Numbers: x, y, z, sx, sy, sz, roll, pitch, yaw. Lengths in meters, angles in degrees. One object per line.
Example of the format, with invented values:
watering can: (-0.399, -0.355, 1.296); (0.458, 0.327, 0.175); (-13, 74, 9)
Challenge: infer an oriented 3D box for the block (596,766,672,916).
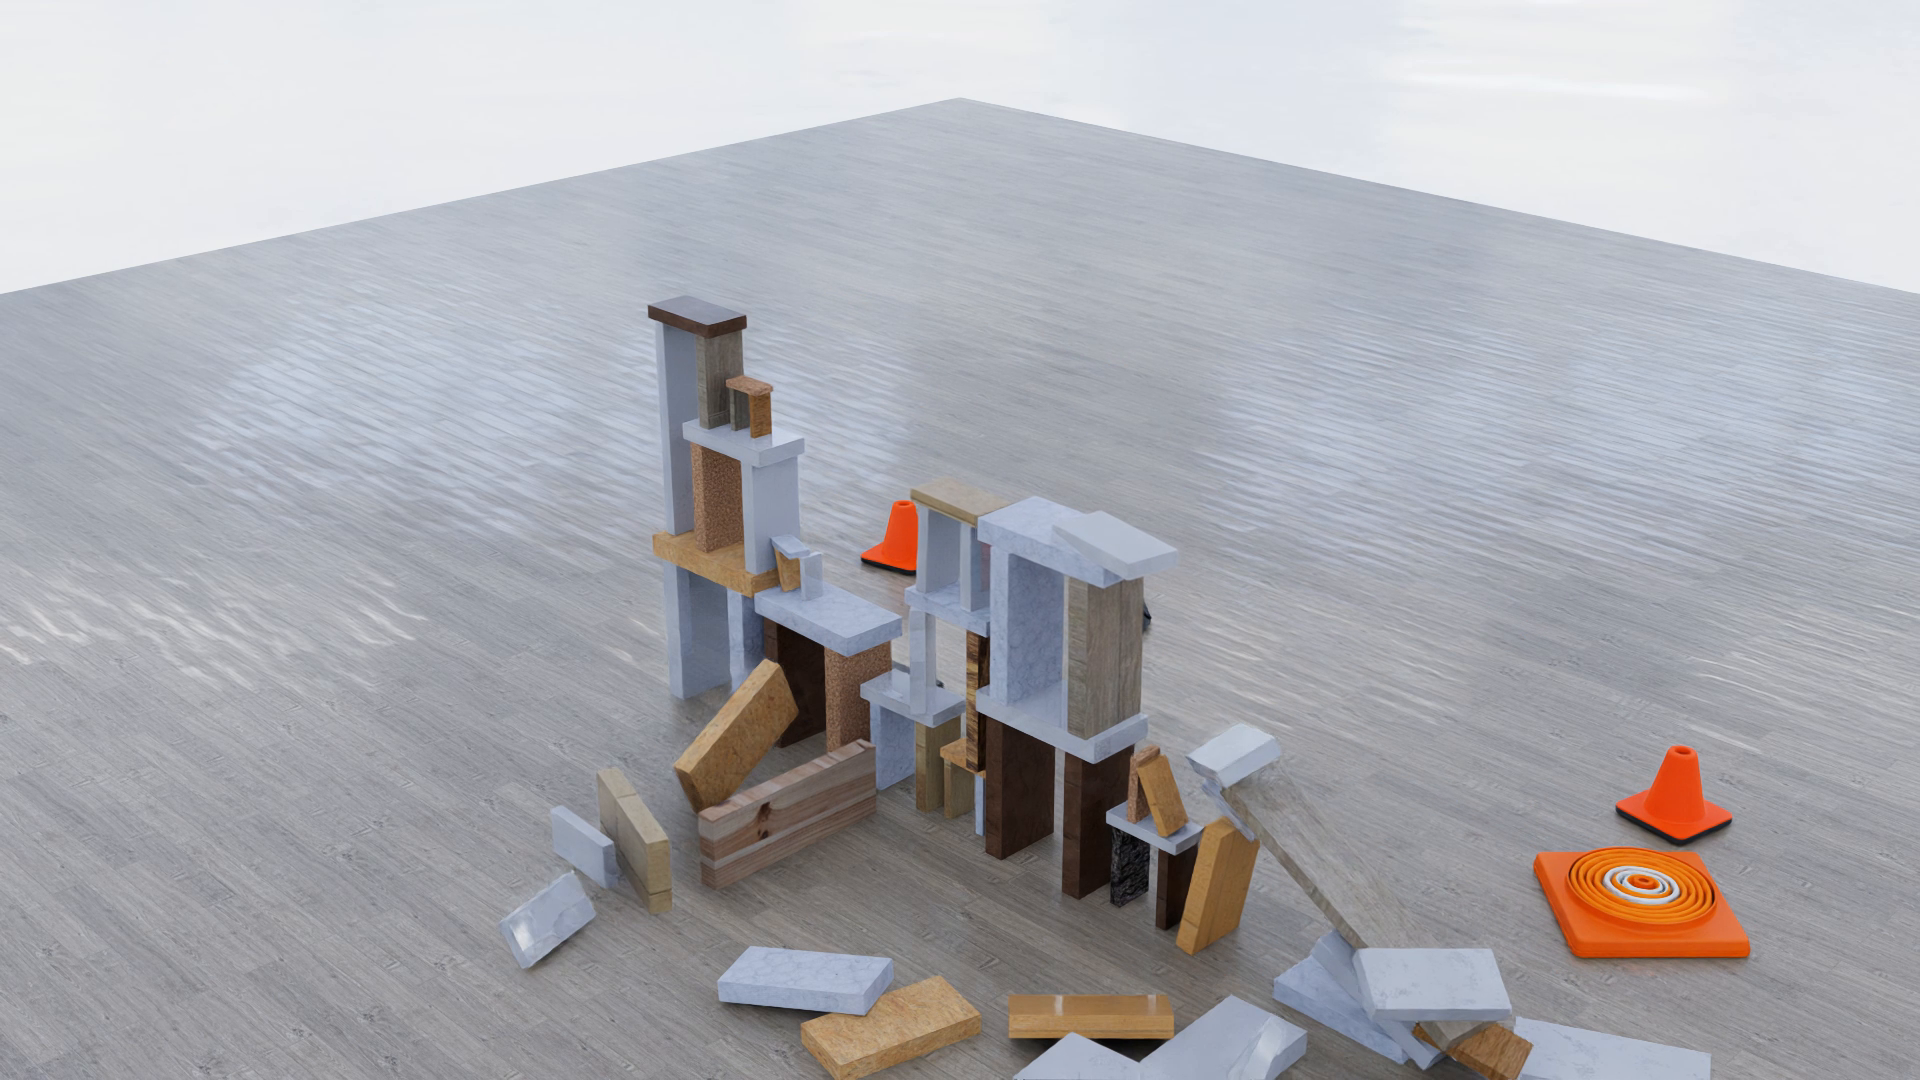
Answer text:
block: (-0.625, 0.573, 4.214); (0.043, 0.153, 0.307); (-10, 25, -24)

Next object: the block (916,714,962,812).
block: (-0.044, 0.443, 4.458); (0.029, 0.202, 0.101); (21, 31, 40)

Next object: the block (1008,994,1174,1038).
block: (0.220, 0.810, 3.742); (0.274, 0.039, 0.137); (0, 2, 1)

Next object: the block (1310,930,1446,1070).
block: (0.739, 0.762, 3.737); (0.136, 0.039, 0.272); (-19, 54, -39)

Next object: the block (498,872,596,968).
block: (-0.751, 0.691, 4.008); (0.027, 0.094, 0.187); (-22, 8, 37)

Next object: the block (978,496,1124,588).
block: (0.197, 0.001, 4.018); (0.156, 0.044, 0.312); (-21, 31, -40)

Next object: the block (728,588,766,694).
block: (-0.421, 0.237, 4.778); (0.165, 0.330, 0.047); (-21, 31, -41)

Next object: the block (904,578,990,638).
block: (0.010, 0.125, 4.268); (0.222, 0.031, 0.111); (21, 31, 40)

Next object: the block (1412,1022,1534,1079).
block: (0.842, 0.820, 3.613); (0.178, 0.025, 0.089); (28, 44, 17)

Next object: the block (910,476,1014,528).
block: (0.003, -0.072, 4.180); (0.093, 0.026, 0.186); (-20, 31, -39)

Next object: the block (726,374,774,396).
block: (-0.437, -0.321, 4.568); (0.094, 0.013, 0.047); (21, 30, 40)

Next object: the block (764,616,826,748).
block: (-0.343, 0.284, 4.710); (0.149, 0.299, 0.042); (-20, 30, -39)

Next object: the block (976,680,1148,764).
block: (0.191, 0.328, 4.159); (0.302, 0.043, 0.151); (21, 31, 41)

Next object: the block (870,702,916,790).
block: (-0.139, 0.406, 4.545); (0.029, 0.202, 0.101); (20, 30, 38)

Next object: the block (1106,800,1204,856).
block: (0.361, 0.527, 4.060); (0.084, 0.024, 0.167); (-21, 31, -41)

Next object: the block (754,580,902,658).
block: (-0.275, 0.155, 4.576); (0.149, 0.042, 0.299); (-20, 30, -39)

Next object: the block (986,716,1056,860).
block: (0.119, 0.459, 4.292); (0.043, 0.302, 0.151); (21, 31, 40)

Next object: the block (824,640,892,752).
block: (-0.210, 0.339, 4.579); (0.042, 0.299, 0.149); (20, 30, 39)

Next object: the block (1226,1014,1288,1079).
block: (0.448, 0.834, 3.432); (0.031, 0.111, 0.221); (35, 20, 9)

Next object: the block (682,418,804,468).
block: (-0.456, -0.215, 4.622); (0.248, 0.035, 0.124); (21, 31, 40)

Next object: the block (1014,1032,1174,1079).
block: (0.257, 0.893, 3.485); (0.315, 0.045, 0.157); (18, 29, 36)

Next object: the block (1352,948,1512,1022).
block: (0.772, 0.727, 3.598); (0.236, 0.033, 0.118); (3, 44, -12)

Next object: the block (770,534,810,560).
block: (-0.355, 0.013, 4.593); (0.048, 0.014, 0.095); (-12, 26, -27)

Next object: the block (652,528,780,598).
block: (-0.499, 0.033, 4.778); (0.330, 0.047, 0.165); (21, 31, 40)

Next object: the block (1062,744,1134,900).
block: (0.262, 0.515, 4.161); (0.043, 0.302, 0.151); (21, 31, 40)

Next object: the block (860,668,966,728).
block: (-0.094, 0.320, 4.454); (0.202, 0.029, 0.101); (20, 30, 38)

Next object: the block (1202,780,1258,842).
block: (0.497, 0.467, 3.902); (0.067, 0.019, 0.134); (-26, 59, -28)

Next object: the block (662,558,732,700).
block: (-0.577, 0.176, 4.922); (0.165, 0.330, 0.047); (-21, 31, -41)

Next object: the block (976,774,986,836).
block: (0.062, 0.516, 4.374); (0.067, 0.133, 0.019); (-21, 31, -40)

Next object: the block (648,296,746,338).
block: (-0.552, -0.470, 4.618); (0.102, 0.029, 0.204); (-21, 31, -40)

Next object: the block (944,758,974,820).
block: (-0.001, 0.492, 4.432); (0.067, 0.133, 0.019); (-21, 31, -41)

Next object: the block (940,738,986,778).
block: (0.031, 0.434, 4.373); (0.067, 0.019, 0.133); (-21, 31, -40)
